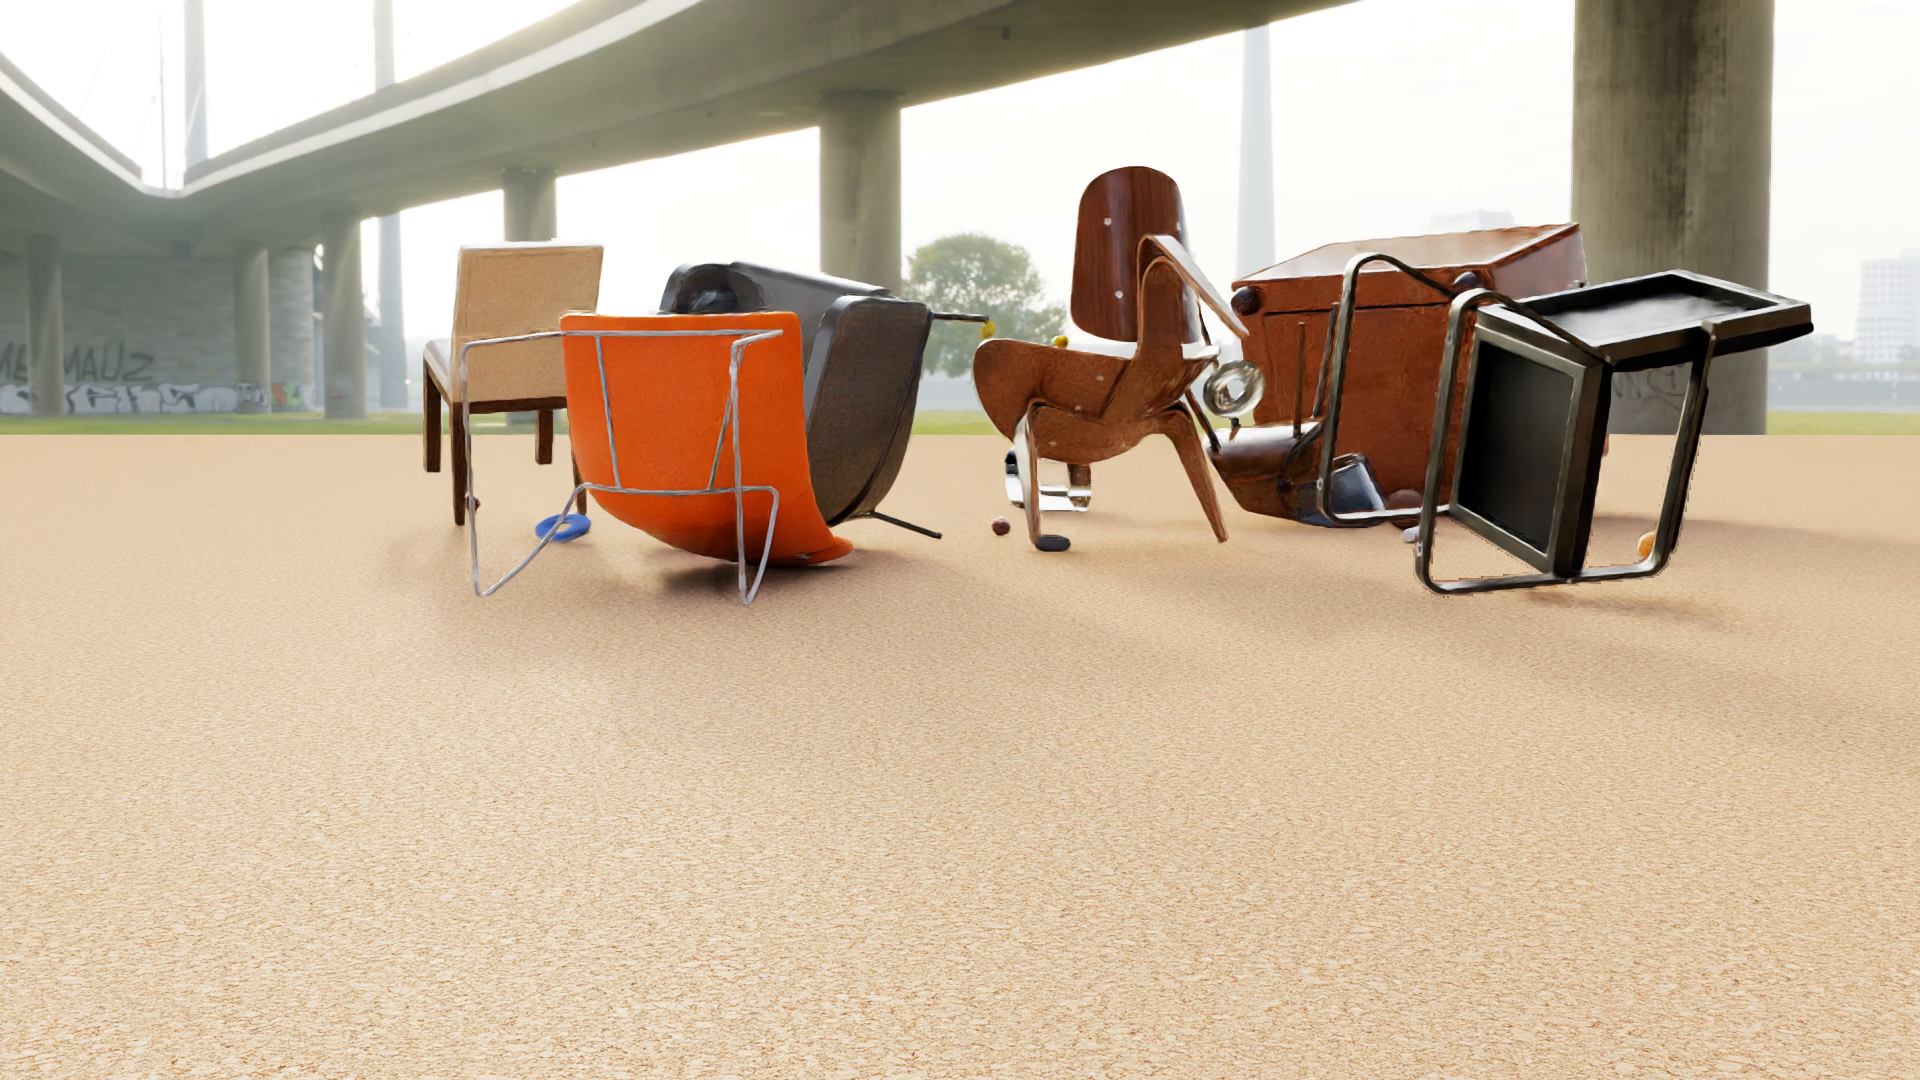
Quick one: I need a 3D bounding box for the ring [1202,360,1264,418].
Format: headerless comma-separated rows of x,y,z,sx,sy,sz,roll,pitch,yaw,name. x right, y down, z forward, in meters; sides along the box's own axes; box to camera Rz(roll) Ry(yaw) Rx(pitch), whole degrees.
0.823,-0.454,6.613,0.200,0.171,0.053,-27,17,-4,ring

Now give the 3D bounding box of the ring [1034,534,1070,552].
0.256,0.009,6.100,0.107,0.037,0.083,-3,15,-33,ring

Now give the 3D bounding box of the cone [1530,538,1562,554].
1.583,0.018,5.963,0.080,0.037,0.063,0,34,2,cone

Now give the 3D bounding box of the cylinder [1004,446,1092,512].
0.325,-0.226,8.101,0.247,0.258,0.206,2,45,29,cylinder

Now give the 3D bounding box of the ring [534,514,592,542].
-1.161,-0.035,6.425,0.242,0.086,0.039,-6,-18,39,ring

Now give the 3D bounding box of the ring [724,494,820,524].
-0.637,-0.104,7.456,0.328,0.084,0.324,0,5,11,ring
